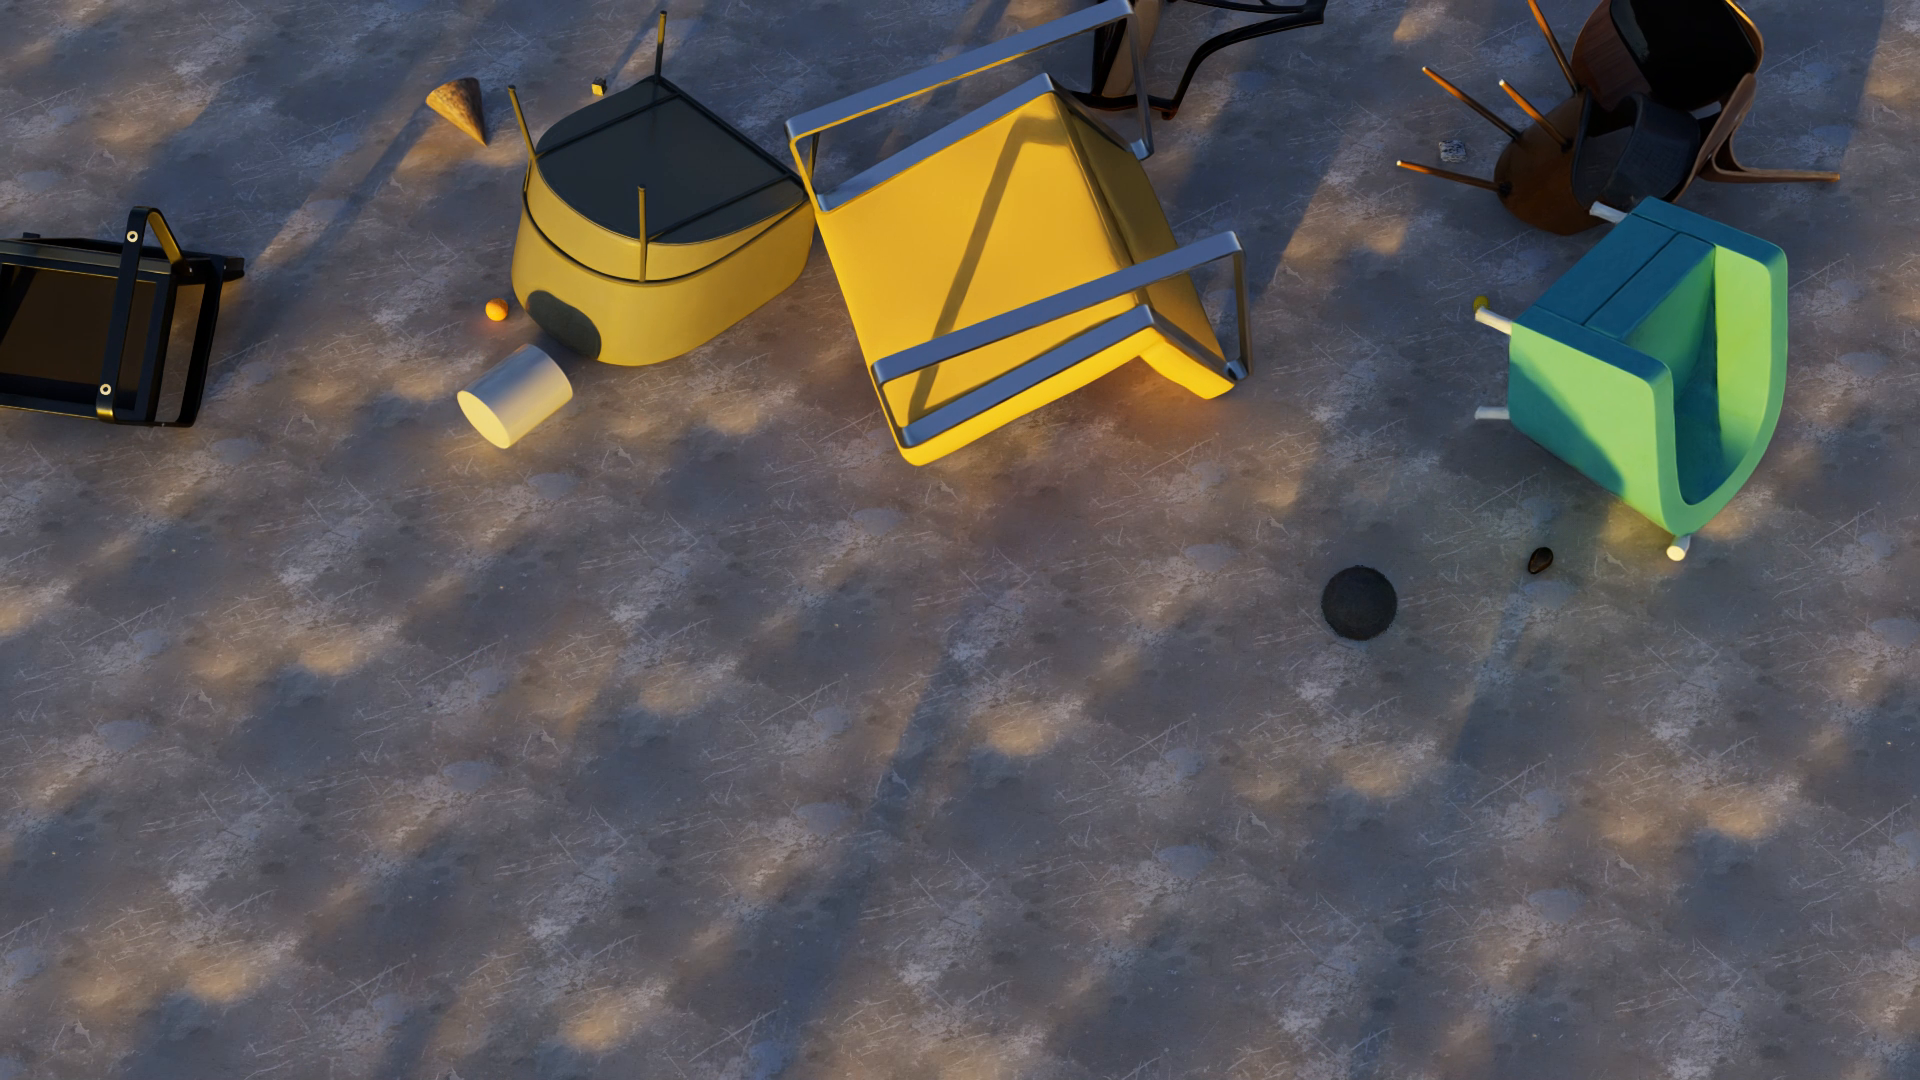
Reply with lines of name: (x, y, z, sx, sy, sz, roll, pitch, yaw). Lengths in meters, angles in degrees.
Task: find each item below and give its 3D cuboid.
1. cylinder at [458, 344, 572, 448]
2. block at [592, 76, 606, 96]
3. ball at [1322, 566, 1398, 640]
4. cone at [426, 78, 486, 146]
cylinder: (-1.363, -0.442, 6.738, 0.253, 0.211, 0.255, -42, 38, -24)
block: (-1.246, -1.568, 7.599, 0.035, 0.044, 0.037, 16, 58, 11)
ball: (1.149, 0.182, 6.323, 0.213, 0.213, 0.213, 0, 56, 0)
cone: (-1.665, -1.428, 7.475, 0.172, 0.242, 0.223, -33, 87, 26)
